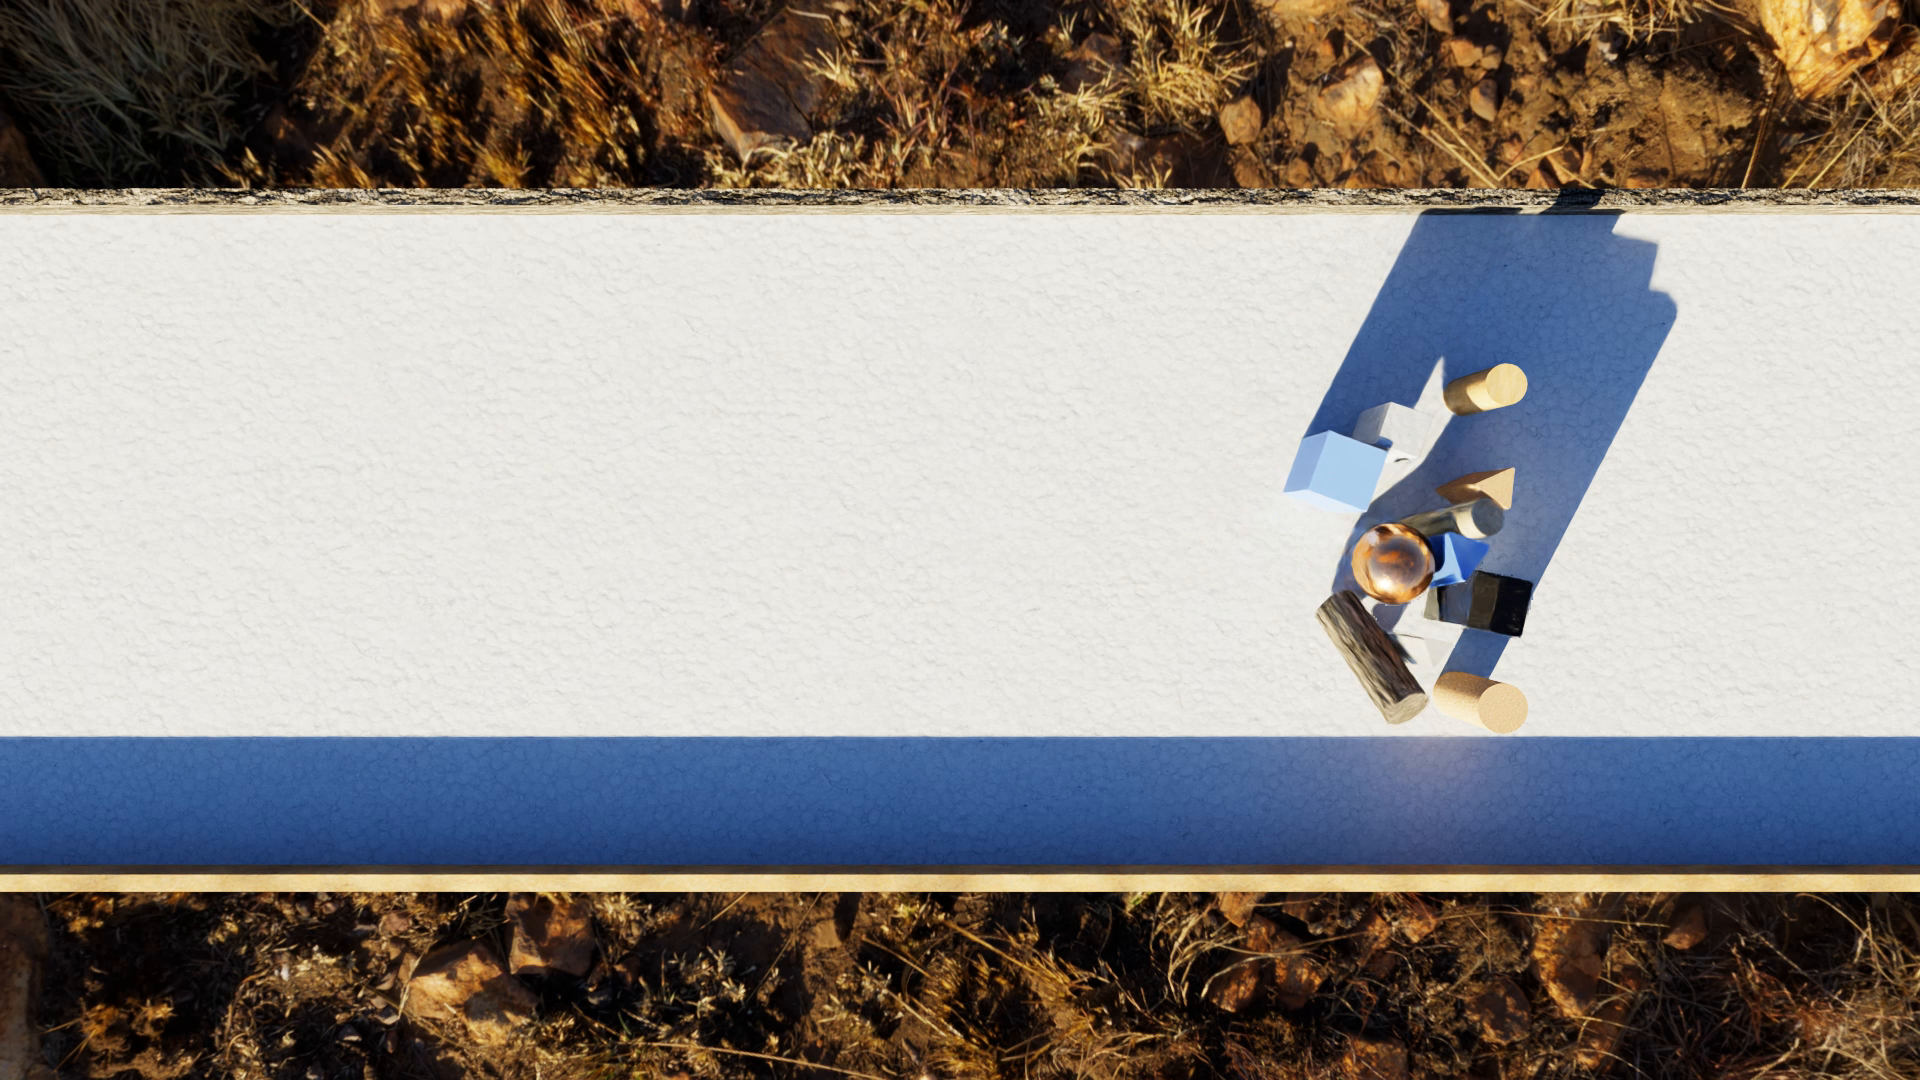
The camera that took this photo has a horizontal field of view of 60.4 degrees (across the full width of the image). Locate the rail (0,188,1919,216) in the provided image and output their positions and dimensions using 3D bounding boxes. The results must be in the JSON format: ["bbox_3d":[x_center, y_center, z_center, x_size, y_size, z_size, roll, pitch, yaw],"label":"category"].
[{"bbox_3d":[-2.247,-1.025,5.002,12.000,0.150,0.050,0,90,0],"label":"rail"}]

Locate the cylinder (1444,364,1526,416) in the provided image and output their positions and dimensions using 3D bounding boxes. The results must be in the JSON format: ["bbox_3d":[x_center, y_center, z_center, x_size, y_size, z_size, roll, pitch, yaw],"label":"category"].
[{"bbox_3d":[1.546,-0.440,4.871,0.117,0.411,0.117,0,90,0],"label":"cylinder"}]

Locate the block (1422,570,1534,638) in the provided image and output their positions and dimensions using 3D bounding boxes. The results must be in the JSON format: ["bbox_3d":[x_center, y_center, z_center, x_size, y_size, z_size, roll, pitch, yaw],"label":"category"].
[{"bbox_3d":[1.526,0.180,4.879,0.163,0.389,0.163,12,90,-2],"label":"block"}]

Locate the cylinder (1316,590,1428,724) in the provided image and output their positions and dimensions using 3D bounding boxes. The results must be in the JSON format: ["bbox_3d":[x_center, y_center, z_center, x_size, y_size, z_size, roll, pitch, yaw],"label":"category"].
[{"bbox_3d":[1.219,0.346,4.896,0.138,0.138,0.410,-27,52,0],"label":"cylinder"}]

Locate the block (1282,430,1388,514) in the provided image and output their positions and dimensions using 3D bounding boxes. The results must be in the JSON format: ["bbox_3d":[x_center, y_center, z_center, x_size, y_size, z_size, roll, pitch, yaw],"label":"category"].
[{"bbox_3d":[1.106,-0.197,4.889,0.179,0.376,0.179,20,90,0],"label":"block"}]

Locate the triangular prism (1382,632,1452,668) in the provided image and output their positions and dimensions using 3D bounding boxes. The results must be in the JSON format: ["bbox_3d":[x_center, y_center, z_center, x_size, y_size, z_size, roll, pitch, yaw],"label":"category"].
[{"bbox_3d":[1.305,0.299,4.863,0.077,0.413,0.089,40,85,-8],"label":"triangular prism"}]

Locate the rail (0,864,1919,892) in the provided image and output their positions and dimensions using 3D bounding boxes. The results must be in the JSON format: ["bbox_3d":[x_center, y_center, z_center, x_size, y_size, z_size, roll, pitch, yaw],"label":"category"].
[{"bbox_3d":[-2.247,1.025,5.001,12.000,0.150,0.050,0,90,0],"label":"rail"}]

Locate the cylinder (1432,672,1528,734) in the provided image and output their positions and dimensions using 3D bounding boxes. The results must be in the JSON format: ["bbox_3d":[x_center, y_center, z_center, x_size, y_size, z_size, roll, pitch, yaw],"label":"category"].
[{"bbox_3d":[1.525,0.473,4.854,0.141,0.444,0.141,0,90,0],"label":"cylinder"}]

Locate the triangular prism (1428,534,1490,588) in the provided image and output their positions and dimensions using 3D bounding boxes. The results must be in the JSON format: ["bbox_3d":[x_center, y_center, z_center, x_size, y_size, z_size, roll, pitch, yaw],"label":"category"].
[{"bbox_3d":[1.406,0.060,4.889,0.124,0.356,0.143,-15,87,-23],"label":"triangular prism"}]

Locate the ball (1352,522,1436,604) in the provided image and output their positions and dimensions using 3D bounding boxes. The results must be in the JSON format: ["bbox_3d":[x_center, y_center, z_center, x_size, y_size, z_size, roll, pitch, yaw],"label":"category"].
[{"bbox_3d":[1.254,0.067,4.769,0.235,0.235,0.235,0,90,0],"label":"ball"}]

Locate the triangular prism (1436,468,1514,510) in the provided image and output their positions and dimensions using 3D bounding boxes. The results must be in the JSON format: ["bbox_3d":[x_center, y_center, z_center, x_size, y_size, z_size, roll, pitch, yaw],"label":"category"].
[{"bbox_3d":[1.540,-0.162,4.876,0.117,0.400,0.101,36,90,0],"label":"triangular prism"}]

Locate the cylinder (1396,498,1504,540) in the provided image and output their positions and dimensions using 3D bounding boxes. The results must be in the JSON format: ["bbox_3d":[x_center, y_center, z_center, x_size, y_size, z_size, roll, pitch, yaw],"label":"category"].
[{"bbox_3d":[1.428,-0.039,4.865,0.109,0.412,0.109,3,81,-19],"label":"cylinder"}]

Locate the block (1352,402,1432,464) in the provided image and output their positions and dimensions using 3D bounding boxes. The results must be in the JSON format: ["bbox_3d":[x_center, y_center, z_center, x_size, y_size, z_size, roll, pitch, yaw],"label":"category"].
[{"bbox_3d":[1.272,-0.315,4.896,0.126,0.362,0.126,19,90,0],"label":"block"}]
